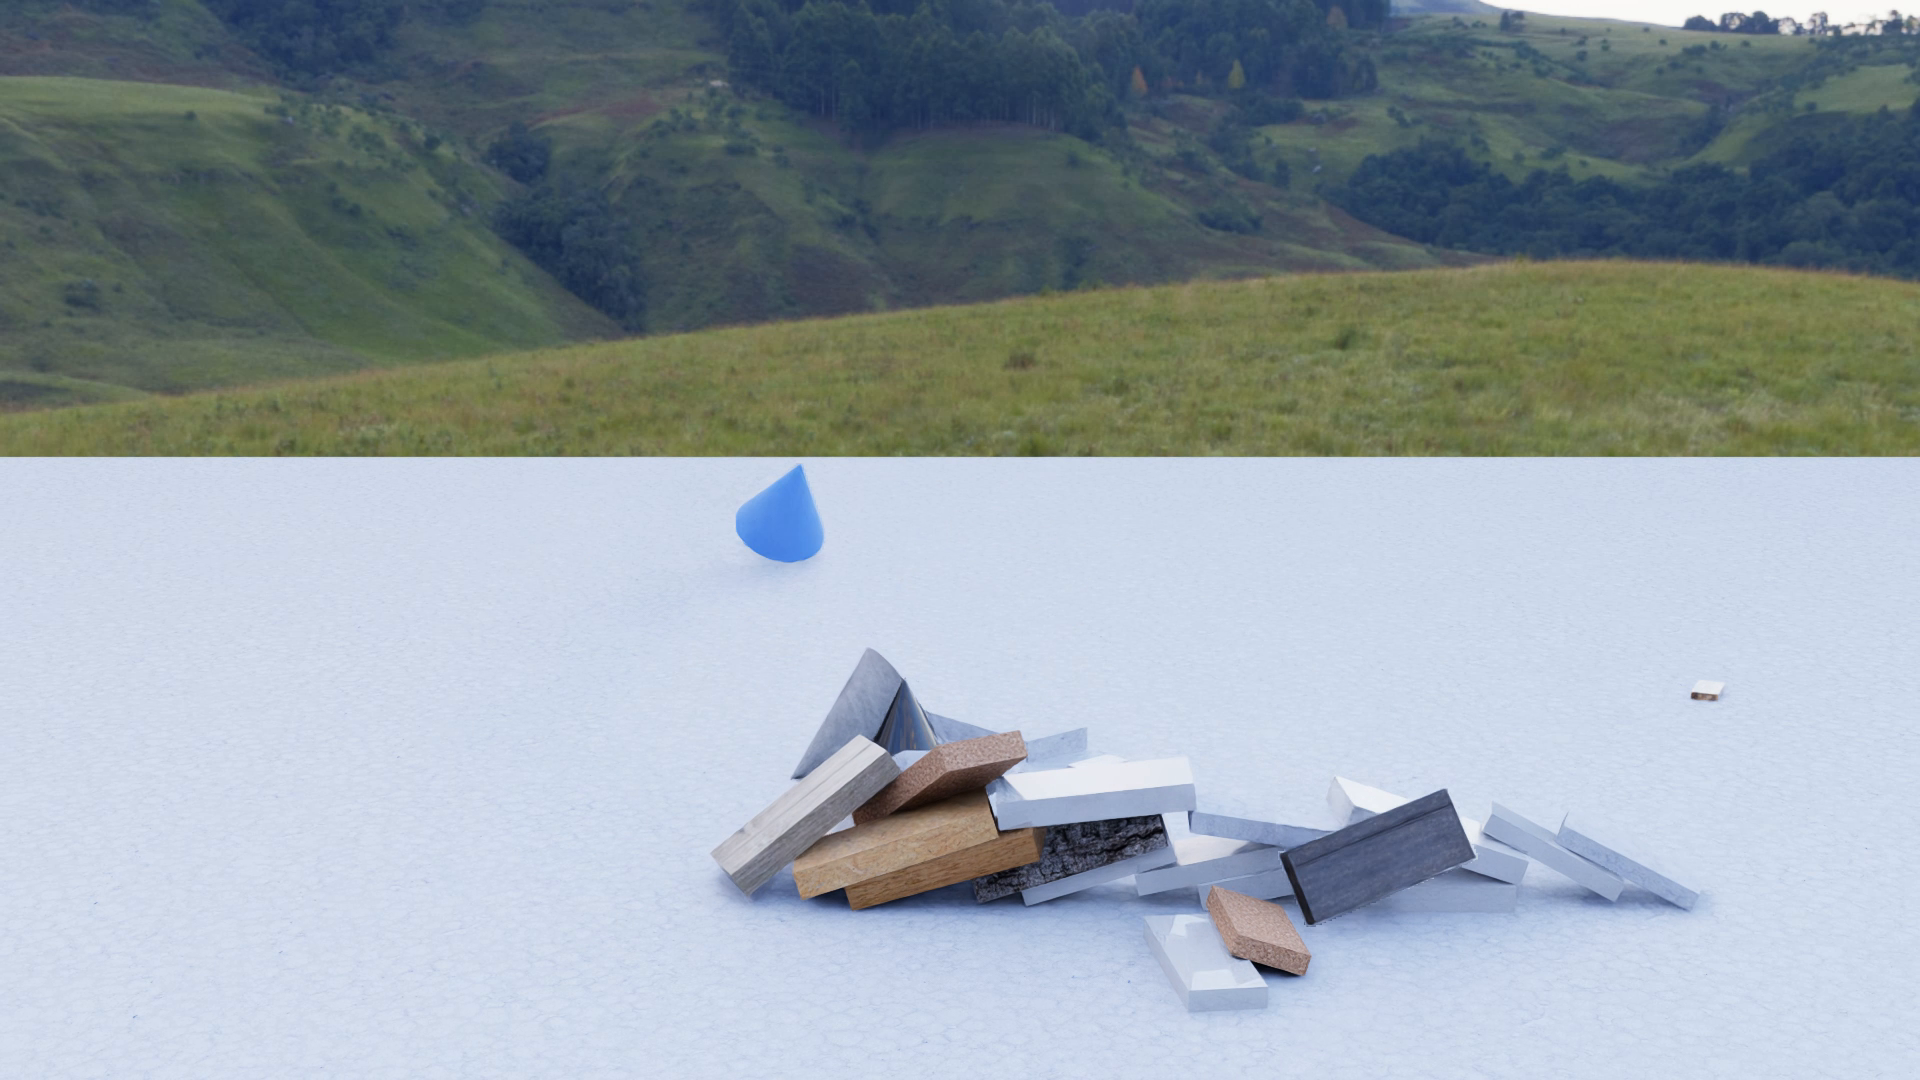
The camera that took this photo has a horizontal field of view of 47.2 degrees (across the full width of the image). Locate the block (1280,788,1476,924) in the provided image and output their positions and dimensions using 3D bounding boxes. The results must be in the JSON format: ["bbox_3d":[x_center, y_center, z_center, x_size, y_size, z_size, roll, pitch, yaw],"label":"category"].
[{"bbox_3d":[0.667,0.504,3.509,0.296,0.119,0.034,-19,-10,-16],"label":"block"}]

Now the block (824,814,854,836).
[{"bbox_3d":[-0.163,0.523,3.901,0.336,0.048,0.168,1,11,5],"label":"block"}]

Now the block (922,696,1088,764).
[{"bbox_3d":[0.088,0.394,4.594,0.168,0.048,0.336,-9,14,-41],"label":"block"}]

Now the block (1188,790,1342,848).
[{"bbox_3d":[0.506,0.463,3.612,0.258,0.037,0.129,8,10,3],"label":"block"}]

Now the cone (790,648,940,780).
[{"bbox_3d":[-0.224,0.401,4.351,0.272,0.272,0.272,-32,21,-16],"label":"cone"}]

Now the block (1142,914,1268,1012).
[{"bbox_3d":[0.368,0.636,3.328,0.117,0.033,0.308,-1,11,-7],"label":"block"}]

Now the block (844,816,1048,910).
[{"bbox_3d":[-0.022,0.524,3.637,0.322,0.046,0.161,-16,8,9],"label":"block"}]

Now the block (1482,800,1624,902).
[{"bbox_3d":[0.987,0.517,3.666,0.239,0.034,0.119,28,10,10],"label":"block"}]

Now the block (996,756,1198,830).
[{"bbox_3d":[0.223,0.418,3.637,0.322,0.046,0.161,-6,10,2],"label":"block"}]

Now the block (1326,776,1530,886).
[{"bbox_3d":[0.770,0.479,3.639,0.309,0.044,0.154,18,11,-6],"label":"block"}]

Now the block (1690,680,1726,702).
[{"bbox_3d":[1.690,0.341,4.967,0.058,0.016,0.116,5,12,26],"label":"block"}]

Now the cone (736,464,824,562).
[{"bbox_3d":[-0.502,-0.127,6.486,0.272,0.272,0.272,12,43,-11],"label":"cone"}]

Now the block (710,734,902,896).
[{"bbox_3d":[-0.262,0.462,3.718,0.329,0.047,0.164,-38,15,-12],"label":"block"}]

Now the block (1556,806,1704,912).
[{"bbox_3d":[1.116,0.528,3.664,0.239,0.034,0.119,27,18,15],"label":"block"}]

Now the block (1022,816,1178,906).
[{"bbox_3d":[0.228,0.534,3.657,0.258,0.037,0.129,-17,9,5],"label":"block"}]

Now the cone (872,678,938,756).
[{"bbox_3d":[-0.104,0.377,4.146,0.243,0.243,0.243,0,10,0],"label":"cone"}]

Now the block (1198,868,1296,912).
[{"bbox_3d":[0.545,0.539,3.644,0.309,0.044,0.154,-12,10,5],"label":"block"}]

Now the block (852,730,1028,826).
[{"bbox_3d":[-0.038,0.416,3.740,0.164,0.047,0.329,-7,-21,-34],"label":"block"}]

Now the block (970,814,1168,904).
[{"bbox_3d":[0.179,0.508,3.645,0.322,0.046,0.161,-18,9,5],"label":"block"}]

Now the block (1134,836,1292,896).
[{"bbox_3d":[0.416,0.526,3.645,0.258,0.037,0.129,-12,10,4],"label":"block"}]

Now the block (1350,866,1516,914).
[{"bbox_3d":[0.752,0.570,3.655,0.309,0.044,0.154,0,11,3],"label":"block"}]

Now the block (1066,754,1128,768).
[{"bbox_3d":[0.275,0.450,4.376,0.116,0.016,0.058,-9,14,-41],"label":"block"}]

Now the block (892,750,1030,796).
[{"bbox_3d":[-0.044,0.429,3.931,0.164,0.047,0.344,-29,-22,33],"label":"block"}]

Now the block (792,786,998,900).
[{"bbox_3d":[-0.107,0.500,3.650,0.336,0.048,0.168,-18,8,0],"label":"block"}]

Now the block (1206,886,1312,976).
[{"bbox_3d":[0.459,0.602,3.401,0.117,0.033,0.235,17,8,-6],"label":"block"}]
